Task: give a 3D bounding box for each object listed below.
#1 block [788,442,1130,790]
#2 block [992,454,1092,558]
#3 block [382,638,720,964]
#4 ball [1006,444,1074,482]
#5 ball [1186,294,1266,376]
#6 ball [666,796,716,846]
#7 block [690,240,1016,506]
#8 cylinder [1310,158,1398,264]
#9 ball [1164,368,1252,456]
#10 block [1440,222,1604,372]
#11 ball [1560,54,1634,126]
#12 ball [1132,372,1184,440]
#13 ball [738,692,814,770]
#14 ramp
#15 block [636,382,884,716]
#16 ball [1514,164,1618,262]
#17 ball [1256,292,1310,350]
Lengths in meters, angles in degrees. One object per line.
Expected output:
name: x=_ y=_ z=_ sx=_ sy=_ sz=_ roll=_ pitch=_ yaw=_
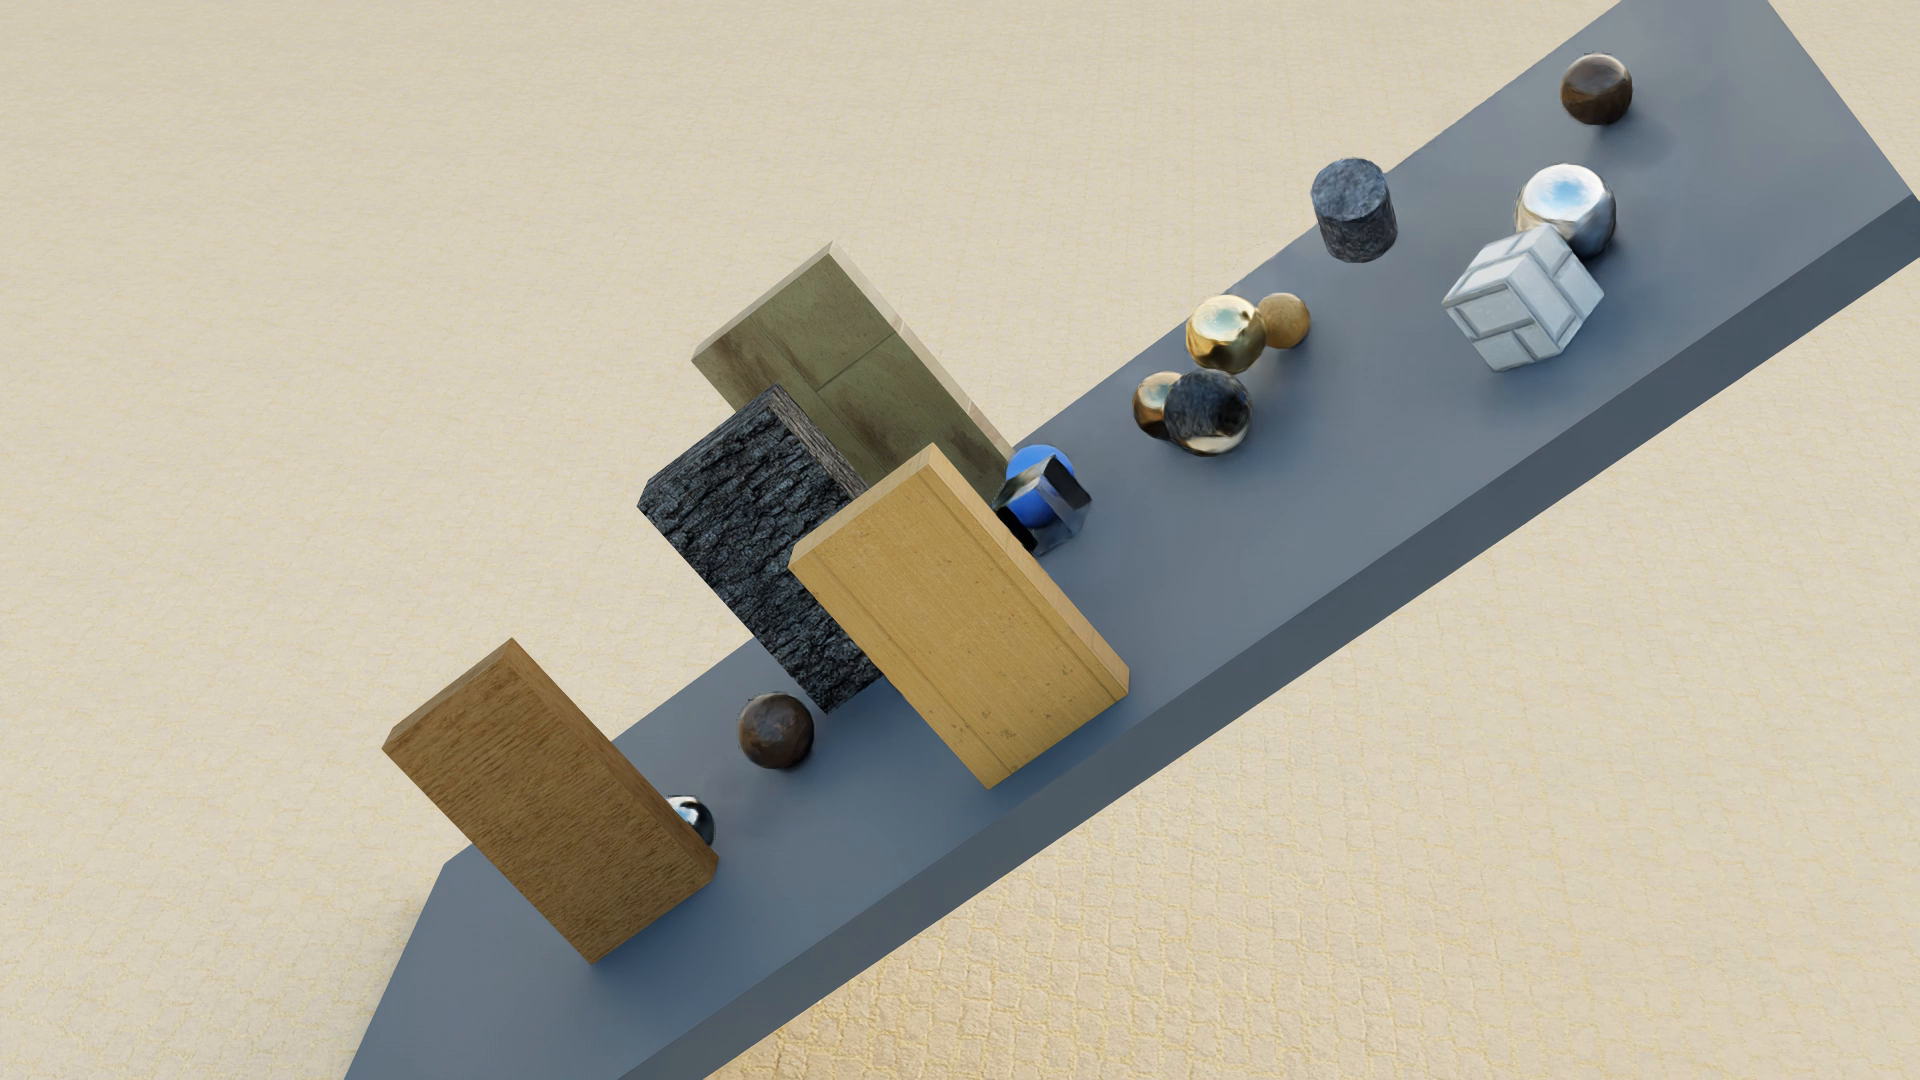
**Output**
block: x=0.002 y=0.146 z=5.459 sx=0.335 sy=0.581 sz=0.105 roll=-36 pitch=16 yaw=18
block: x=0.177 y=-0.071 z=6.451 sx=0.140 sy=0.140 sz=0.140 roll=-30 pitch=19 yaw=35
block: x=-0.865 y=0.559 z=6.241 sx=0.351 sy=0.660 sz=0.098 roll=-36 pitch=16 yaw=18
ball: x=0.179 y=-0.137 z=6.600 sx=0.155 sy=0.155 sz=0.155 roll=0 pitch=24 yaw=0
ball: x=0.563 y=-0.433 z=6.230 sx=0.173 sy=0.173 sz=0.173 roll=0 pitch=24 yaw=0
ball: x=-0.606 y=0.629 z=6.400 sx=0.145 sy=0.145 sz=0.145 roll=0 pitch=24 yaw=0
block: x=-0.237 y=-0.302 z=6.979 sx=0.429 sy=0.716 sz=0.102 roll=-36 pitch=16 yaw=18
cylinder: x=0.818 y=-0.682 z=6.093 sx=0.156 sy=0.156 sz=0.156 roll=-8 pitch=59 yaw=14
ball: x=0.514 y=-0.265 z=6.100 sx=0.185 sy=0.185 sz=0.185 roll=0 pitch=24 yaw=0
block: x=1.030 y=-0.442 z=5.383 sx=0.172 sy=0.172 sz=0.172 roll=-50 pitch=18 yaw=-28
ball: x=1.315 y=-0.930 z=6.074 sx=0.147 sy=0.147 sz=0.147 roll=0 pitch=24 yaw=0
ball: x=0.449 y=-0.292 z=6.387 sx=0.150 sy=0.150 sz=0.150 roll=0 pitch=24 yaw=0
ball: x=-0.403 y=0.419 z=6.445 sx=0.169 sy=0.169 sz=0.169 roll=0 pitch=24 yaw=0
ramp: x=0.120 y=0.185 z=6.341 sx=4.000 sy=0.100 sz=2.000 roll=-36 pitch=16 yaw=18
block: x=-0.349 y=0.023 z=6.506 sx=0.384 sy=0.642 sz=0.150 roll=-36 pitch=16 yaw=18
ball: x=1.142 y=-0.614 z=5.549 sx=0.190 sy=0.190 sz=0.190 roll=0 pitch=24 yaw=0
ball: x=0.695 y=-0.474 z=6.352 sx=0.123 sy=0.123 sz=0.123 roll=0 pitch=24 yaw=0
